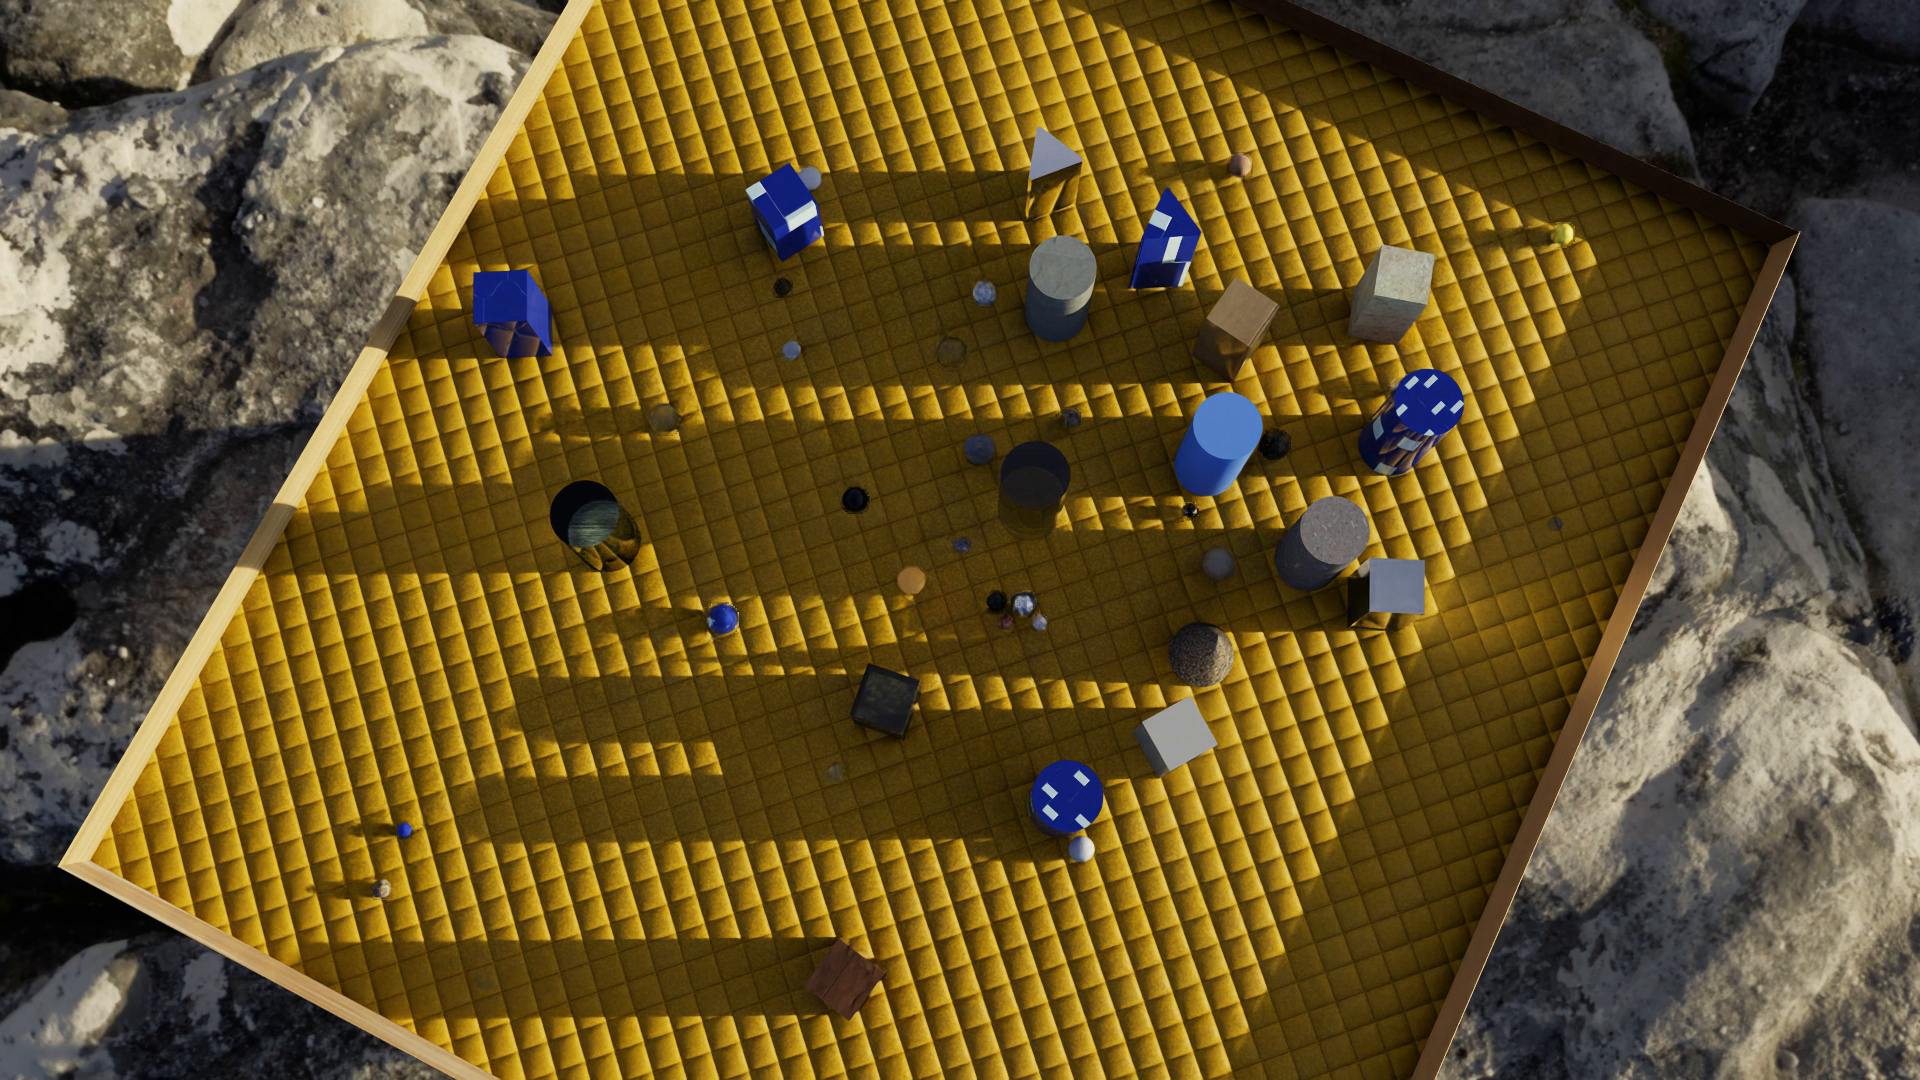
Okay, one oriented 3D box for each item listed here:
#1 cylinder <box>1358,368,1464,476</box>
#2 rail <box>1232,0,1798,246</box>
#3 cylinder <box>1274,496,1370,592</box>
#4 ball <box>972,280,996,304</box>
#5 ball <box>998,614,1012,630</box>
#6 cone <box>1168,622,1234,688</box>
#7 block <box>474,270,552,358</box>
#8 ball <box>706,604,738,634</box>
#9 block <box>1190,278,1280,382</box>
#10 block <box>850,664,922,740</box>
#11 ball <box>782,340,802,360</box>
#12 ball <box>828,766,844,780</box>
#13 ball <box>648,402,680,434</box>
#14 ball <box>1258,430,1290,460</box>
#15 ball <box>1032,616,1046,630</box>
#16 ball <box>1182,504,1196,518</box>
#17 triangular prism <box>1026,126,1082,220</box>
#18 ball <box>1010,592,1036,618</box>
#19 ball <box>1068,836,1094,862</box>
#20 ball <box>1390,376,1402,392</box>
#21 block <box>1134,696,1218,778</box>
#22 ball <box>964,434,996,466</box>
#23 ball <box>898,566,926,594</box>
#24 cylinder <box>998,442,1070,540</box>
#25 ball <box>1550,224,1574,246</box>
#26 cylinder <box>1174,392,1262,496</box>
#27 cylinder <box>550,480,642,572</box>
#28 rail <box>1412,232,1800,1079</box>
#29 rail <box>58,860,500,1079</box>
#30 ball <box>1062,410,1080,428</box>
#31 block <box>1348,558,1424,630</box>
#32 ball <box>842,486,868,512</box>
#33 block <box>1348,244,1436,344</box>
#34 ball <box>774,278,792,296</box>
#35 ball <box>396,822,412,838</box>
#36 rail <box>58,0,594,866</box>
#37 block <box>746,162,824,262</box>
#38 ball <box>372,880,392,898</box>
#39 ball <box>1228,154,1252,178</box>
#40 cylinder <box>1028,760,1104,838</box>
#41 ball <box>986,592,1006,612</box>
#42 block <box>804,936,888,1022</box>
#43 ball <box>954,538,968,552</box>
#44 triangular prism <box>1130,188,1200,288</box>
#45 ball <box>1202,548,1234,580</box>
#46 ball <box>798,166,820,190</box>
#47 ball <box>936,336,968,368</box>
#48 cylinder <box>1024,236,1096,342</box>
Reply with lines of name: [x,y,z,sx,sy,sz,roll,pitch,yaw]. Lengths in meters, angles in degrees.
cylinder: [1.334,-0.344,5.443,0.198,0.480,0.198,0,78,0]
rail: [0.899,-1.753,5.913,3.796,0.129,0.045,26,80,5]
cylinder: [1.061,0.016,5.394,0.198,0.430,0.198,0,78,0]
ball: [0.077,-0.776,5.739,0.075,0.075,0.075,0,78,0]
ball: [0.138,0.248,5.542,0.045,0.045,0.045,0,78,0]
cone: [0.730,0.309,5.360,0.198,0.376,0.198,0,78,0]
block: [-1.359,-0.685,5.582,0.158,0.345,0.158,-3,78,-1]
ball: [-0.717,0.239,5.520,0.093,0.093,0.093,0,78,0]
block: [0.833,-0.634,5.565,0.158,0.359,0.158,35,80,7]
block: [-0.216,0.478,5.395,0.158,0.240,0.158,18,79,4]
ball: [-0.523,-0.593,5.710,0.058,0.058,0.058,0,78,0]
ball: [-0.371,0.693,5.450,0.046,0.046,0.046,0,78,0]
ball: [-0.910,-0.376,5.645,0.096,0.096,0.096,0,78,0]
ball: [0.965,-0.290,5.629,0.093,0.093,0.093,0,78,0]
ball: [0.240,0.252,5.541,0.045,0.045,0.045,0,78,0]
ball: [0.703,-0.091,5.613,0.045,0.045,0.045,0,78,0]
triangular prism: [0.263,-1.148,5.684,0.171,0.333,0.148,-21,79,-4]
ball: [0.192,0.196,5.535,0.081,0.081,0.081,0,78,0]
ball: [0.358,0.908,5.390,0.076,0.076,0.076,0,78,0]
ball: [1.364,-0.476,5.684,0.061,0.061,0.061,0,78,0]
block: [0.625,0.578,5.349,0.158,0.289,0.158,-28,80,-6]
ball: [0.060,-0.275,5.624,0.096,0.096,0.096,0,78,0]
ball: [-0.147,0.123,5.548,0.085,0.085,0.085,0,78,0]
cylinder: [0.214,-0.140,5.417,0.198,0.447,0.198,0,78,0]
ball: [1.900,-0.965,5.782,0.068,0.068,0.068,0,78,0]
cylinder: [0.762,-0.278,5.437,0.198,0.464,0.198,0,78,0]
cylinder: [-1.076,-0.037,5.432,0.198,0.377,0.198,0,78,0]
rail: [1.676,0.828,5.379,0.045,0.129,4.066,26,80,5]
rail: [-0.899,1.767,5.184,3.796,0.129,0.045,26,80,5]
ball: [0.341,-0.375,5.665,0.058,0.058,0.058,0,78,0]
block: [1.259,0.163,5.427,0.158,0.306,0.158,3,78,1]
ball: [-0.320,-0.124,5.602,0.078,0.078,0.078,0,78,0]
block: [1.307,-0.742,5.574,0.158,0.383,0.158,11,79,2]
ball: [-0.557,-0.793,5.752,0.056,0.056,0.056,0,78,0]
ball: [-1.643,0.857,5.416,0.045,0.045,0.045,0,78,0]
rail: [-1.676,-0.814,5.718,0.045,0.129,4.066,26,80,5]
block: [-0.542,-1.015,5.690,0.158,0.268,0.158,-33,80,-6]
ball: [-1.697,1.024,5.377,0.053,0.053,0.053,0,78,0]
ball: [0.889,-1.190,5.826,0.073,0.073,0.073,0,78,0]
cylinder: [0.299,0.748,5.265,0.198,0.385,0.198,0,78,0]
ball: [0.111,0.186,5.548,0.059,0.059,0.059,0,78,0]
block: [-0.317,1.235,5.175,0.158,0.363,0.158,36,81,7]
ball: [0.003,0.015,5.590,0.047,0.047,0.047,0,78,0]
triangular prism: [0.614,-0.917,5.583,0.171,0.438,0.148,-4,78,-1]
ball: [0.783,0.074,5.551,0.099,0.099,0.099,0,78,0]
ball: [-0.479,-1.147,5.816,0.075,0.075,0.075,0,78,0]
ball: [-0.027,-0.581,5.686,0.099,0.099,0.099,0,78,0]
cylinder: [0.302,-0.758,5.568,0.198,0.403,0.198,0,78,0]
